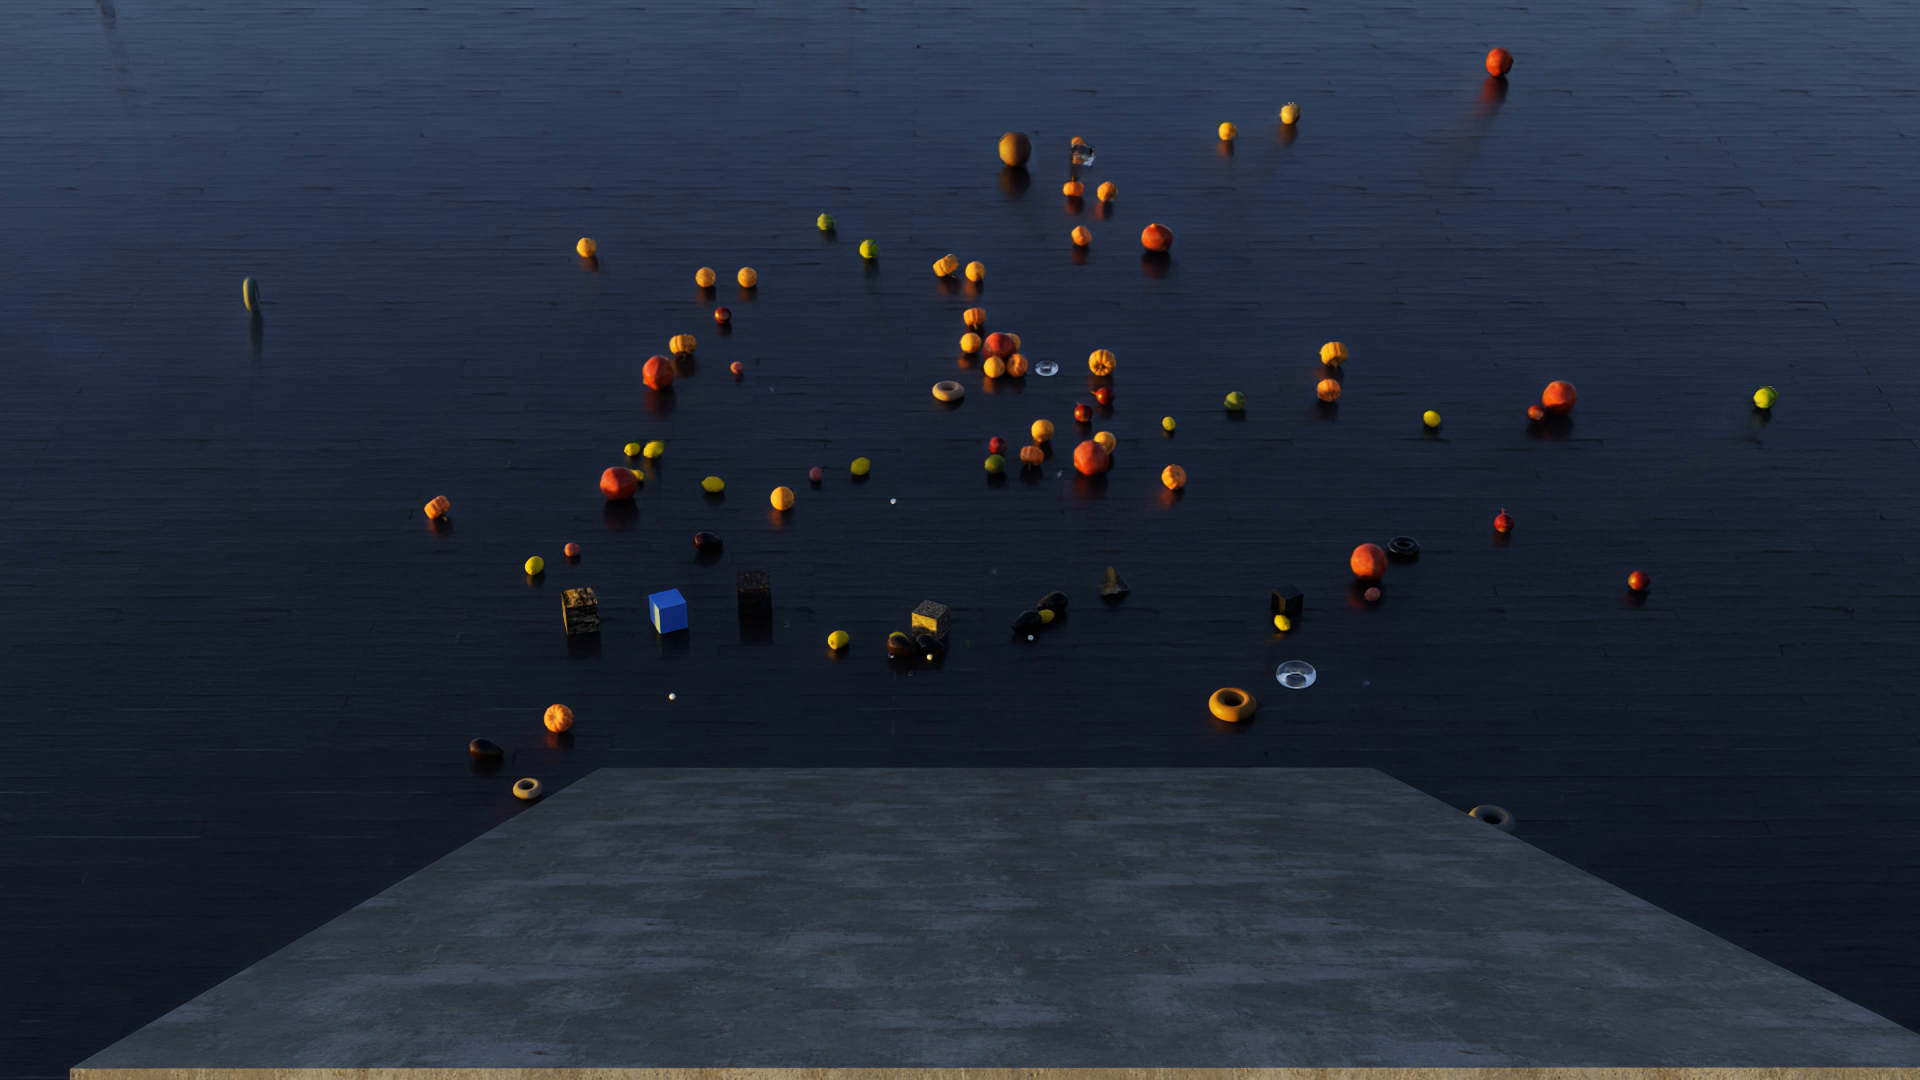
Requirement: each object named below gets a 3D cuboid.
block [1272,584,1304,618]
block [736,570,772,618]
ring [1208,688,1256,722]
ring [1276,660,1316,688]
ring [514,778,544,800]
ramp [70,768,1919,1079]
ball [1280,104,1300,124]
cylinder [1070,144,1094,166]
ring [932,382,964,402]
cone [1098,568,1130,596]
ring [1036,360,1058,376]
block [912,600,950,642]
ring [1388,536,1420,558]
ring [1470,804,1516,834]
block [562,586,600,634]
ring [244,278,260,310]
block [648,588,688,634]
[{"bbox_3d":[0.945,0.176,7.478,0.063,0.063,0.063,-17,35,-25],"label":"block"},{"bbox_3d":[-0.595,0.155,7.482,0.097,0.097,0.097,-3,32,-5],"label":"block"},{"bbox_3d":[0.743,0.448,7.056,0.130,0.043,0.130,-1,33,0],"label":"ring"},{"bbox_3d":[0.932,0.373,7.184,0.111,0.037,0.111,-1,32,1],"label":"ring"},{"bbox_3d":[-1.125,0.648,6.746,0.078,0.026,0.078,-1,30,0],"label":"ring"},{"bbox_3d":[0.070,0.620,4.703,2.000,0.100,4.000,0,-1,0],"label":"ramp"},{"bbox_3d":[1.349,-1.738,10.582,0.081,0.081,0.081,0,32,0],"label":"ball"},{"bbox_3d":[0.484,-1.519,10.231,0.076,0.076,0.076,10,33,15],"label":"cylinder"},{"bbox_3d":[-0.038,-0.494,8.599,0.106,0.035,0.106,1,31,-1],"label":"ring"},{"bbox_3d":[0.464,0.133,7.574,0.085,0.085,0.085,17,24,-25],"label":"cone"},{"bbox_3d":[0.293,-0.580,8.746,0.078,0.026,0.078,-1,32,1],"label":"ring"},{"bbox_3d":[-0.083,0.231,7.374,0.079,0.079,0.079,15,35,23],"label":"block"},{"bbox_3d":[1.329,0.021,7.761,0.098,0.033,0.098,-1,31,1],"label":"ring"},{"bbox_3d":[1.357,0.721,6.614,0.122,0.041,0.122,1,31,-1],"label":"ring"},{"bbox_3d":[-1.086,0.202,7.409,0.092,0.092,0.092,-8,32,-12],"label":"block"},{"bbox_3d":[-2.496,-0.864,9.127,0.038,0.115,0.115,-6,32,-3],"label":"ring"},{"bbox_3d":[-0.834,0.204,7.414,0.084,0.084,0.084,-14,34,-21],"label":"block"}]
